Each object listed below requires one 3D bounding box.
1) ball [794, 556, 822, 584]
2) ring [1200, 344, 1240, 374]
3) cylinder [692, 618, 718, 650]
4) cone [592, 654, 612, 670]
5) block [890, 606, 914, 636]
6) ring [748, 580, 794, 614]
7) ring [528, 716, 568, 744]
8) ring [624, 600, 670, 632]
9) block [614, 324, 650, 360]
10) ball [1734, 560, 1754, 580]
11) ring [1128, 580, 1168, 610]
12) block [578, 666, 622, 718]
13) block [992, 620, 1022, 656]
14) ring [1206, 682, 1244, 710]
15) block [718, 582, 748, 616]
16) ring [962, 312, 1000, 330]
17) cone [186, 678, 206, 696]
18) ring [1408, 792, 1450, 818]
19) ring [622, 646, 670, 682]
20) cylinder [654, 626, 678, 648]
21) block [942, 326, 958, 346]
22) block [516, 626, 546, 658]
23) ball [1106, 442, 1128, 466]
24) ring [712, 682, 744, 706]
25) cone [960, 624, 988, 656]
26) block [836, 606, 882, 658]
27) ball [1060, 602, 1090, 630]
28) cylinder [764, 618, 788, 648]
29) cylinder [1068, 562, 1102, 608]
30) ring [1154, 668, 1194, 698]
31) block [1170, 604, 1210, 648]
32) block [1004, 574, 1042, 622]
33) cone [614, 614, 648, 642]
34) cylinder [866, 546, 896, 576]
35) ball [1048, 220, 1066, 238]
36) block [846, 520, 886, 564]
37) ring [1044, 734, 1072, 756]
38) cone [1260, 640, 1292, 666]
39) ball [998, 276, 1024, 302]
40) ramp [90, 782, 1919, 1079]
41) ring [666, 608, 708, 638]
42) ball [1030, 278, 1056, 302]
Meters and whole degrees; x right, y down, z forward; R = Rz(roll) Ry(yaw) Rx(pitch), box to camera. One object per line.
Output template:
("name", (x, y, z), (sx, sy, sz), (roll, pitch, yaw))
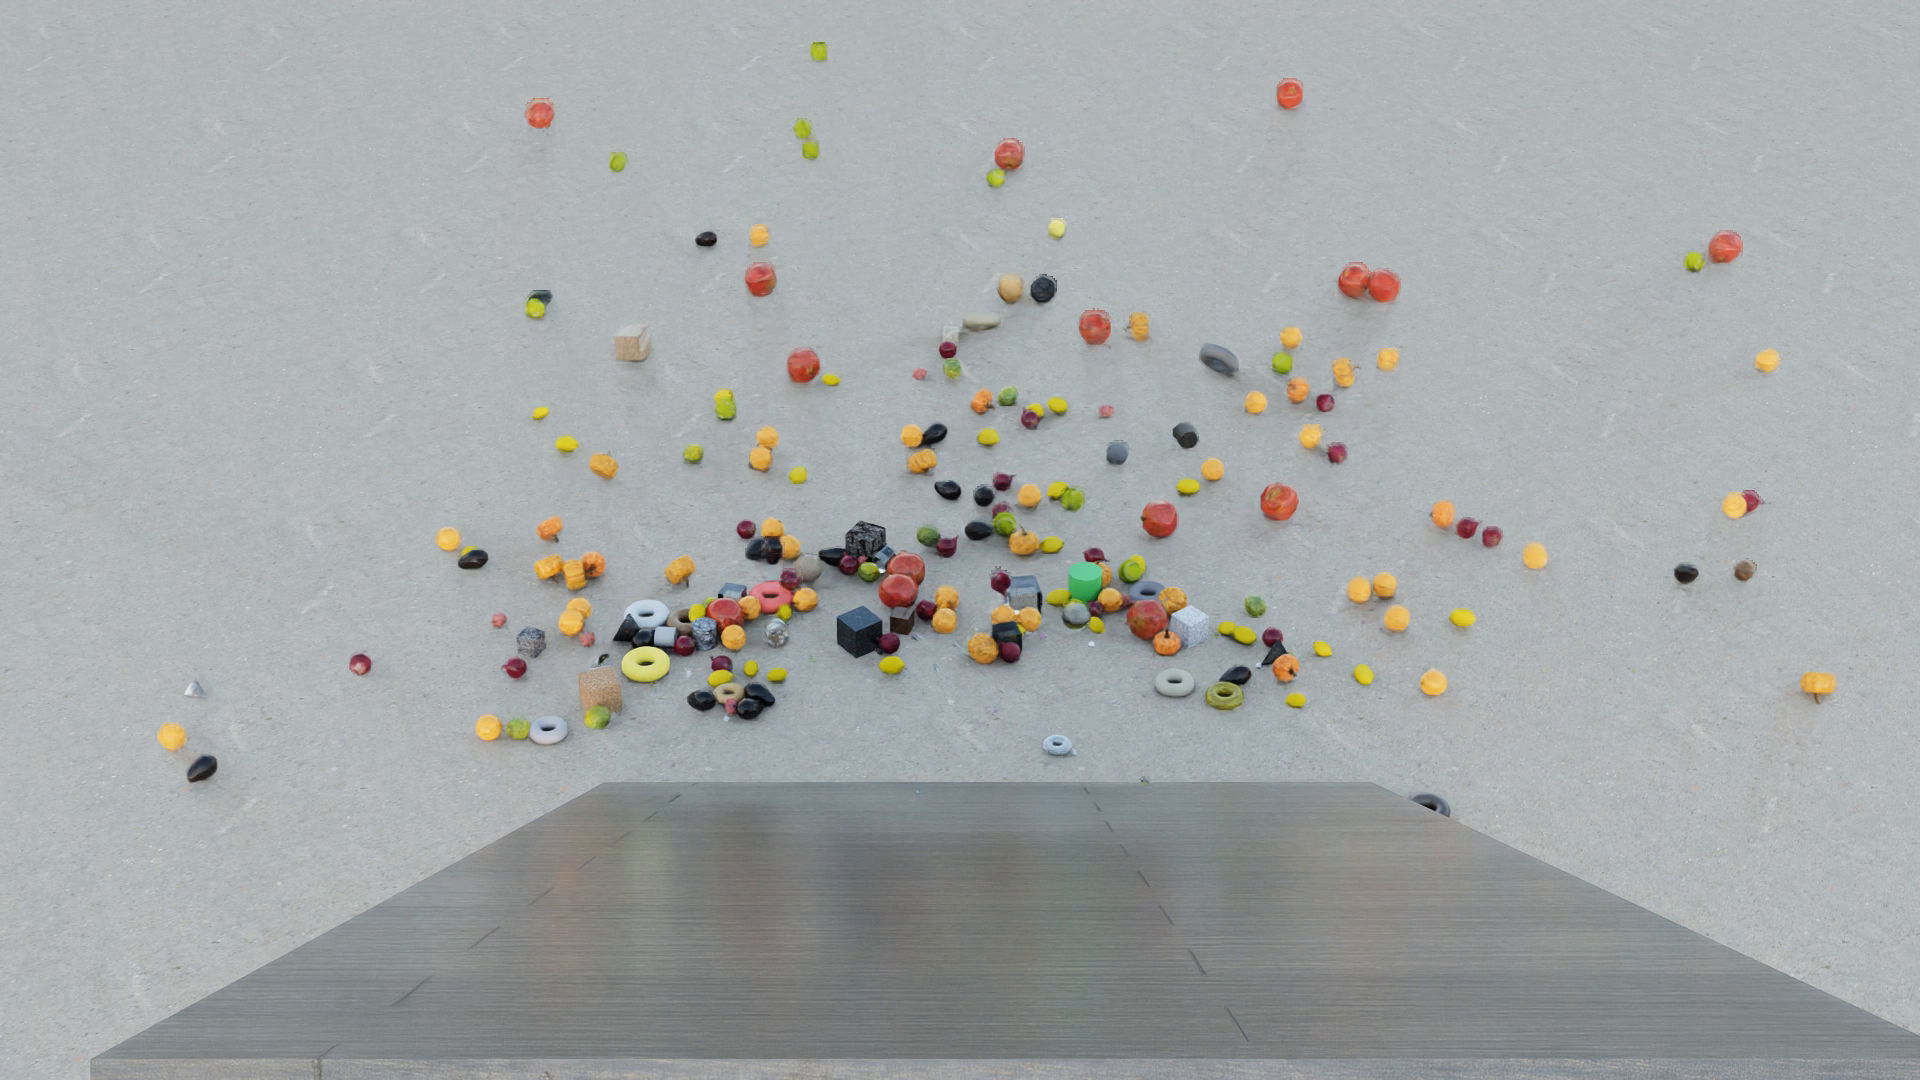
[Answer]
("ball", (-0.450, 0.086, 7.670), (0.083, 0.083, 0.083), (0, 33, 0))
("ring", (0.871, -0.605, 8.694), (0.141, 0.141, 0.047), (19, 71, 26))
("cylinder", (-0.729, 0.268, 7.403), (0.069, 0.069, 0.069), (0, 33, 0))
("cone", (-1.021, 0.355, 7.311), (0.057, 0.057, 0.057), (-17, 21, 36))
("block", (-0.167, 0.232, 7.471), (0.055, 0.055, 0.055), (10, 34, 15))
("ring", (-0.552, 0.167, 7.581), (0.135, 0.045, 0.135), (-1, 34, 0))
("ring", (-1.119, 0.517, 7.054), (0.107, 0.036, 0.107), (-1, 32, 1))
("ring", (-0.906, 0.220, 7.501), (0.134, 0.045, 0.134), (-1, 34, 0))
("block", (-1.114, -0.672, 8.818), (0.090, 0.090, 0.090), (3, 33, 14))
("ball", (2.323, 0.091, 7.685), (0.058, 0.058, 0.058), (0, 33, 0))
("ring", (0.550, 0.162, 7.594), (0.120, 0.040, 0.120), (-1, 33, 1))
("block", (-0.992, 0.420, 7.150), (0.092, 0.092, 0.092), (-13, 35, -20))
("block", (0.134, 0.281, 7.386), (0.067, 0.067, 0.067), (-10, 34, -14))
("ring", (0.733, 0.432, 7.184), (0.109, 0.036, 0.109), (-1, 34, 1))
("block", (-0.662, 0.171, 7.557), (0.064, 0.064, 0.064), (11, 35, 16))
("ring", (0.074, -0.755, 8.945), (0.136, 0.045, 0.136), (-2, -5, 0))
("cone", (-2.115, 0.422, 7.209), (0.054, 0.054, 0.054), (31, 37, -2))
("ring", (1.217, 0.705, 6.762), (0.122, 0.041, 0.122), (0, 34, 0))
("ring", (-0.885, 0.350, 7.301), (0.137, 0.046, 0.137), (1, 34, 0))
("cylinder", (-0.838, 0.277, 7.402), (0.057, 0.057, 0.057), (4, 33, 6))
("block", (-0.031, -0.699, 8.901), (0.052, 0.052, 0.052), (-2, 33, -3))
("block", (-1.220, 0.290, 7.380), (0.058, 0.058, 0.058), (14, 36, 21))
("ball", (0.498, -0.273, 8.232), (0.070, 0.070, 0.070), (0, 33, 0))
("ring", (-0.641, 0.428, 7.196), (0.089, 0.030, 0.089), (0, 32, 0))
("cone", (0.040, 0.271, 7.387), (0.083, 0.083, 0.083), (0, 33, 0))
("block", (-0.286, 0.262, 7.391), (0.093, 0.093, 0.093), (-23, 39, -31))
("ball", (0.333, 0.219, 7.465), (0.085, 0.085, 0.085), (0, 33, 0))
("cylinder", (-0.525, 0.266, 7.413), (0.062, 0.062, 0.062), (-7, 34, -11))
("cylinder", (0.366, 0.132, 7.586), (0.098, 0.098, 0.098), (0, 33, 0))
("ring", (0.599, 0.398, 7.234), (0.112, 0.037, 0.112), (-1, 33, 1))
("block", (0.658, 0.248, 7.429), (0.077, 0.077, 0.077), (-24, 40, -32))
("block", (0.182, 0.169, 7.534), (0.092, 0.092, 0.092), (-6, 34, -9))
("cone", (-0.929, 0.271, 7.424), (0.094, 0.094, 0.094), (30, 36, -3))
("cylinder", (-0.235, 0.062, 7.723), (0.066, 0.066, 0.066), (16, 37, 24))
("ball", (0.357, -1.145, 9.571), (0.067, 0.067, 0.067), (0, 33, 0))
("block", (-0.283, 0.010, 7.780), (0.089, 0.089, 0.089), (16, 36, 23))
("ring", (0.263, 0.554, 7.006), (0.077, 0.026, 0.077), (-1, 32, 1))
("cone", (0.884, 0.333, 7.334), (0.081, 0.081, 0.081), (-31, 36, 2))
("ball", (0.178, -0.884, 9.149), (0.091, 0.091, 0.091), (0, 33, 0))
("ramp", (0.073, 0.642, 4.759), (2.000, 0.100, 4.000), (0, -1, 0))
("ring", (-0.785, 0.238, 7.476), (0.125, 0.042, 0.125), (1, 32, 0))
("ball", (0.292, -0.882, 9.146), (0.090, 0.090, 0.090), (0, 33, 0))
